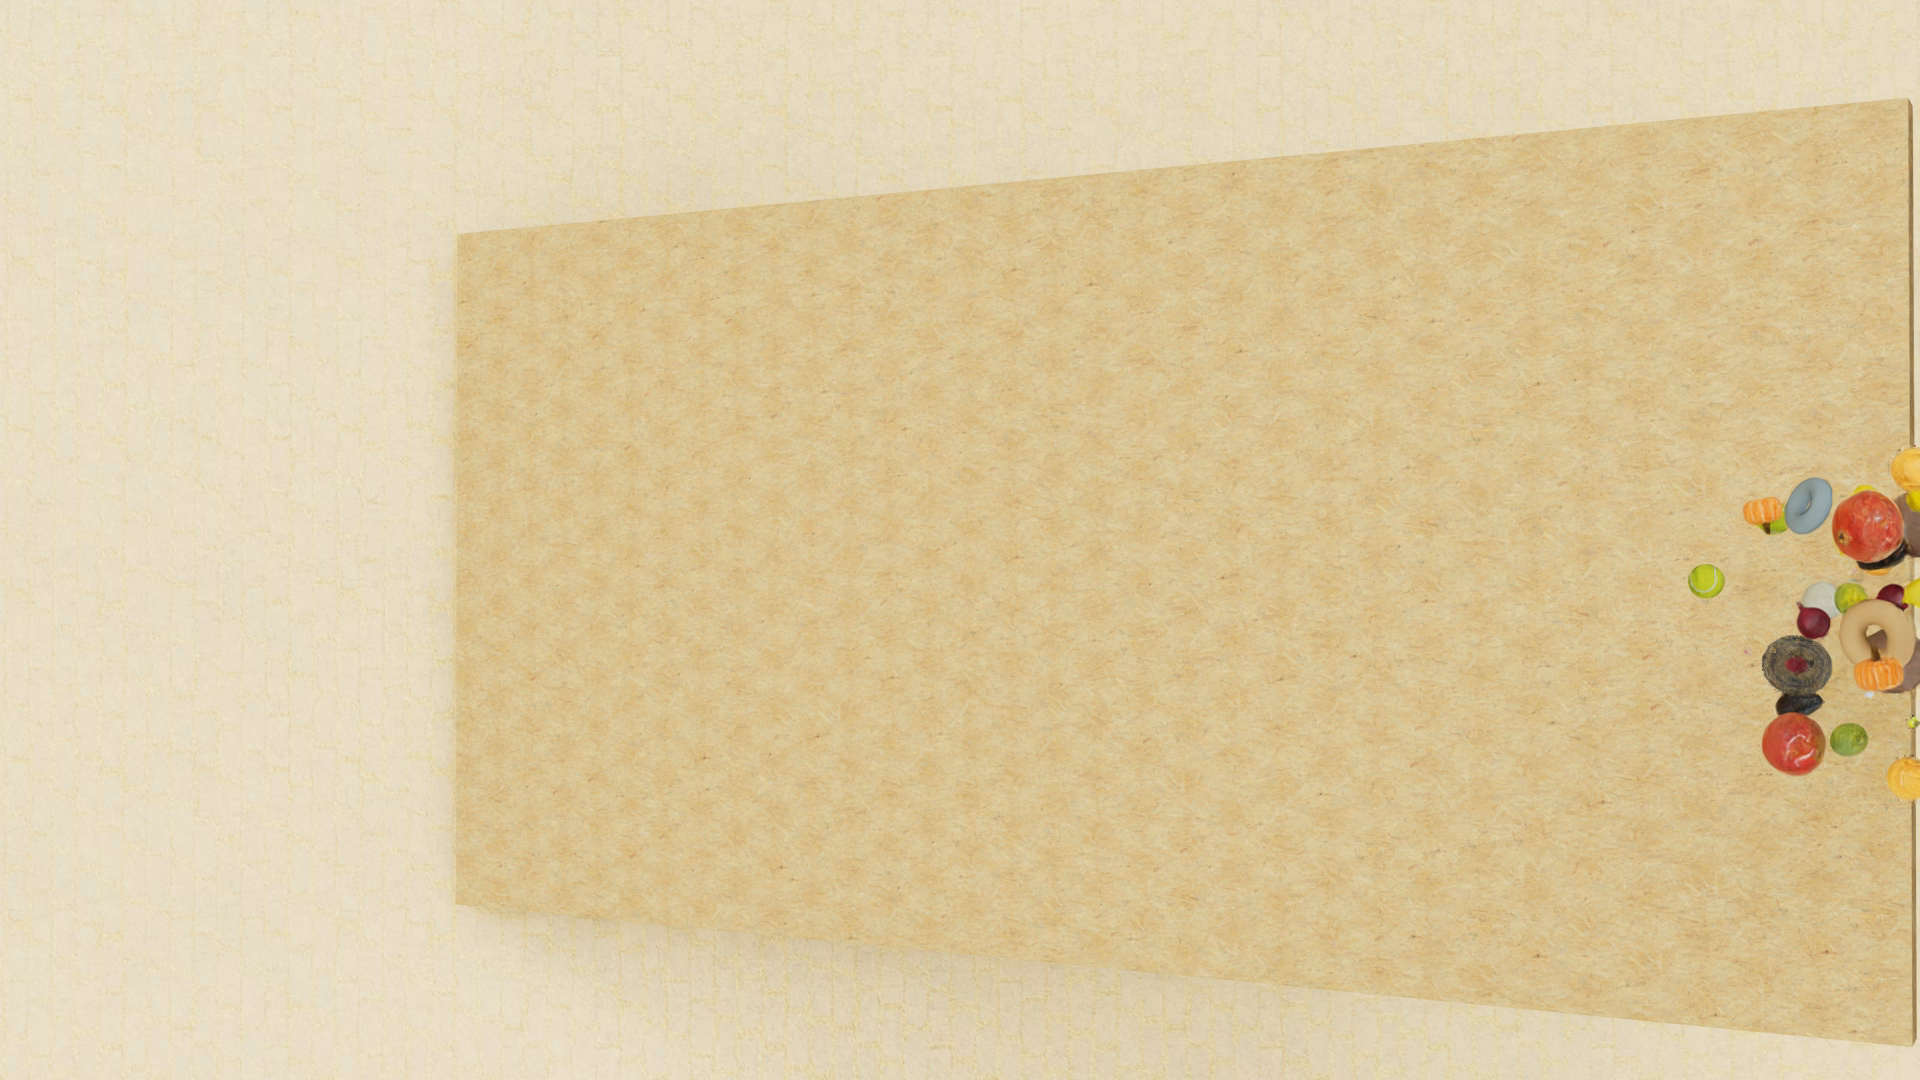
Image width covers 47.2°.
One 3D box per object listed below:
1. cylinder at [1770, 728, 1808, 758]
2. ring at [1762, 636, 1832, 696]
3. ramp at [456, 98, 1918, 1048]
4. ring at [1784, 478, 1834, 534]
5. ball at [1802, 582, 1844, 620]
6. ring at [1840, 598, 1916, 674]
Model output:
[{"bbox_3d":[1.604,0.392,4.254,0.053,0.053,0.053,4,95,43],"label":"cylinder"},{"bbox_3d":[1.607,0.241,4.222,0.127,0.042,0.127,-7,57,11],"label":"ring"},{"bbox_3d":[0.274,0.076,5.641,4.000,0.100,2.000,0,89,29],"label":"ramp"},{"bbox_3d":[1.541,-0.062,3.994,0.036,0.109,0.109,21,89,-12],"label":"ring"},{"bbox_3d":[1.665,0.118,4.242,0.076,0.076,0.076,0,89,0],"label":"ball"},{"bbox_3d":[1.579,0.167,3.787,0.045,0.134,0.134,-13,89,-37],"label":"ring"}]
